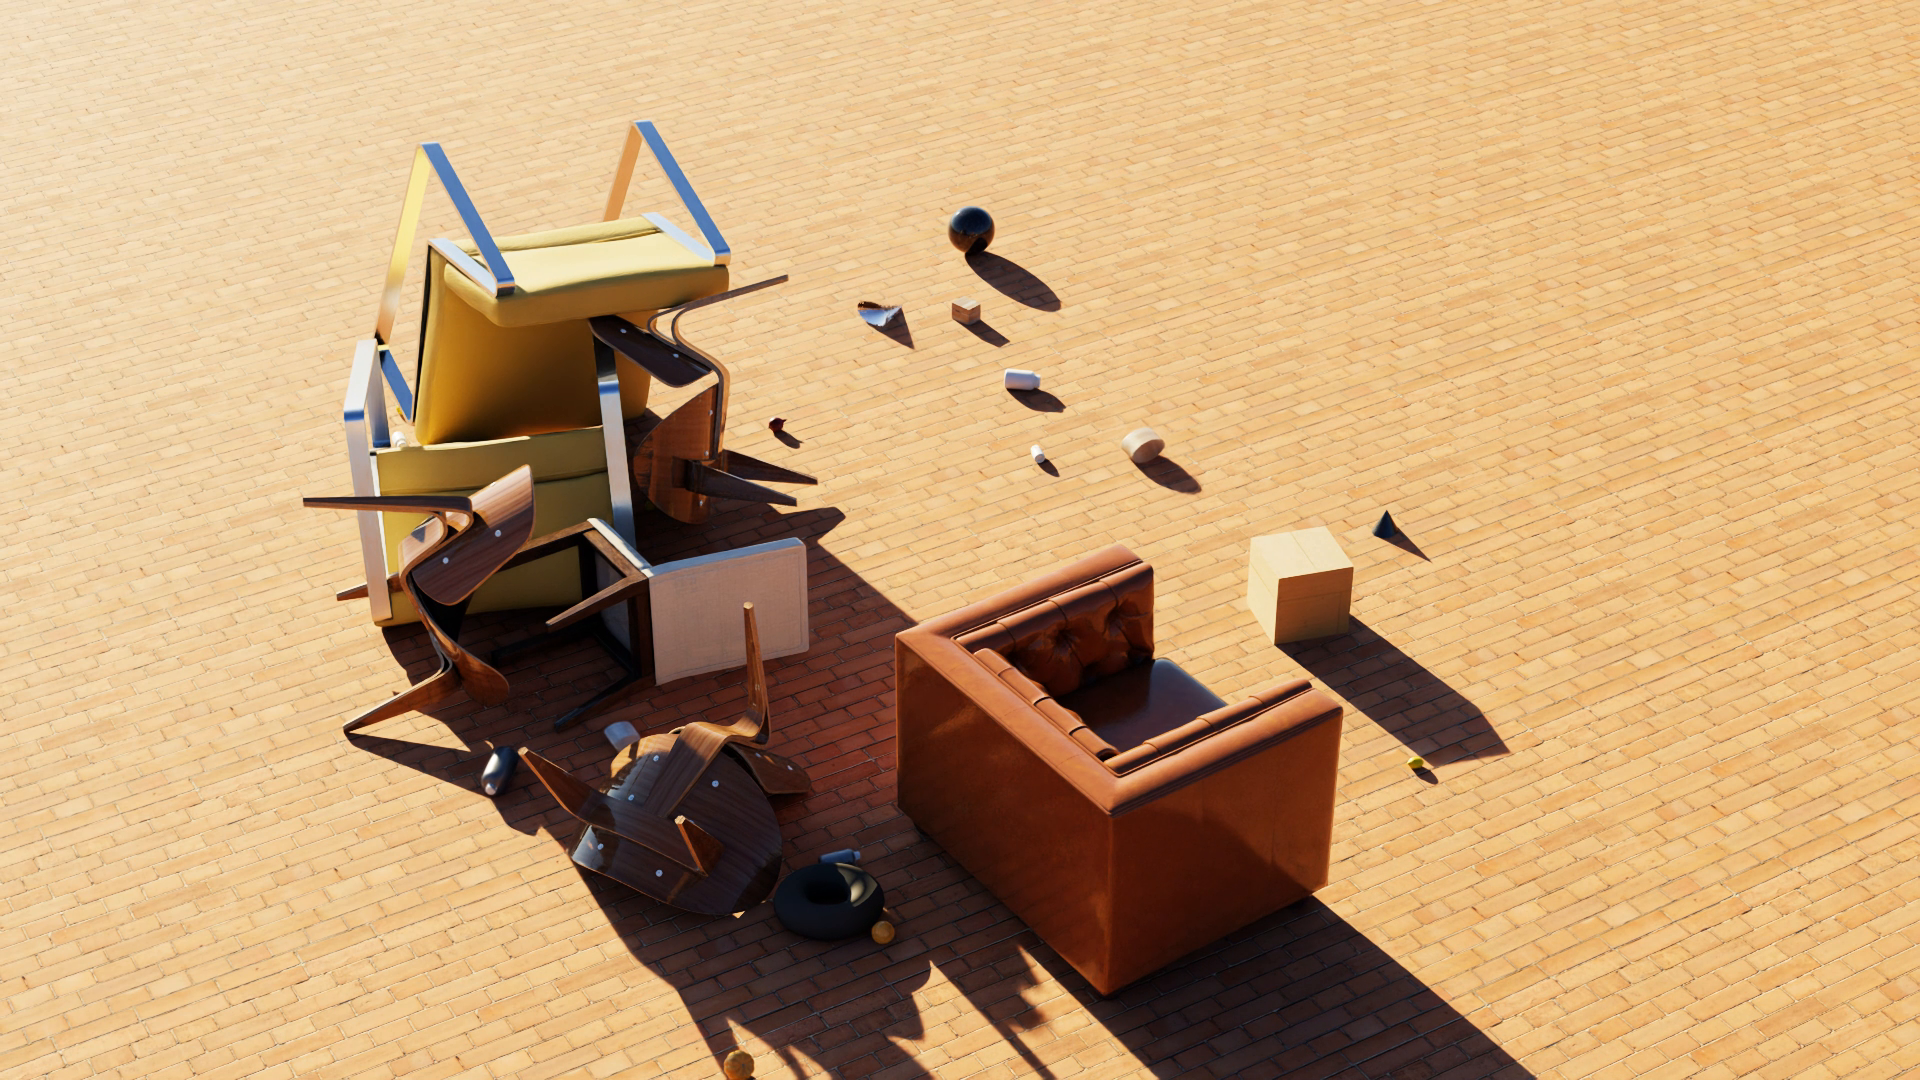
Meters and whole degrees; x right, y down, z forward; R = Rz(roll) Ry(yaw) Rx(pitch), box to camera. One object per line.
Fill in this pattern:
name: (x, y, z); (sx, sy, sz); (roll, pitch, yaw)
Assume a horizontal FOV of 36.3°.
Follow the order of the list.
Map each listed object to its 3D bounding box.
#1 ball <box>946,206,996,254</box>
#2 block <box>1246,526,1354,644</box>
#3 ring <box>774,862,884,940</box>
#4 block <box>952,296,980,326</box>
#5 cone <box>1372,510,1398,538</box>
ball: (0.049, -1.355, 12.809); (0.212, 0.212, 0.212); (0, 33, 0)
block: (1.209, 0.161, 10.443); (0.283, 0.283, 0.270); (-9, 34, -13)
ring: (-0.408, 1.126, 9.135); (0.347, 0.114, 0.301); (-1, 34, 0)
block: (0.026, -0.964, 12.338); (0.097, 0.076, 0.074); (27, 42, 34)
cone: (1.594, -0.076, 10.976); (0.094, 0.093, 0.120); (20, 38, 27)
